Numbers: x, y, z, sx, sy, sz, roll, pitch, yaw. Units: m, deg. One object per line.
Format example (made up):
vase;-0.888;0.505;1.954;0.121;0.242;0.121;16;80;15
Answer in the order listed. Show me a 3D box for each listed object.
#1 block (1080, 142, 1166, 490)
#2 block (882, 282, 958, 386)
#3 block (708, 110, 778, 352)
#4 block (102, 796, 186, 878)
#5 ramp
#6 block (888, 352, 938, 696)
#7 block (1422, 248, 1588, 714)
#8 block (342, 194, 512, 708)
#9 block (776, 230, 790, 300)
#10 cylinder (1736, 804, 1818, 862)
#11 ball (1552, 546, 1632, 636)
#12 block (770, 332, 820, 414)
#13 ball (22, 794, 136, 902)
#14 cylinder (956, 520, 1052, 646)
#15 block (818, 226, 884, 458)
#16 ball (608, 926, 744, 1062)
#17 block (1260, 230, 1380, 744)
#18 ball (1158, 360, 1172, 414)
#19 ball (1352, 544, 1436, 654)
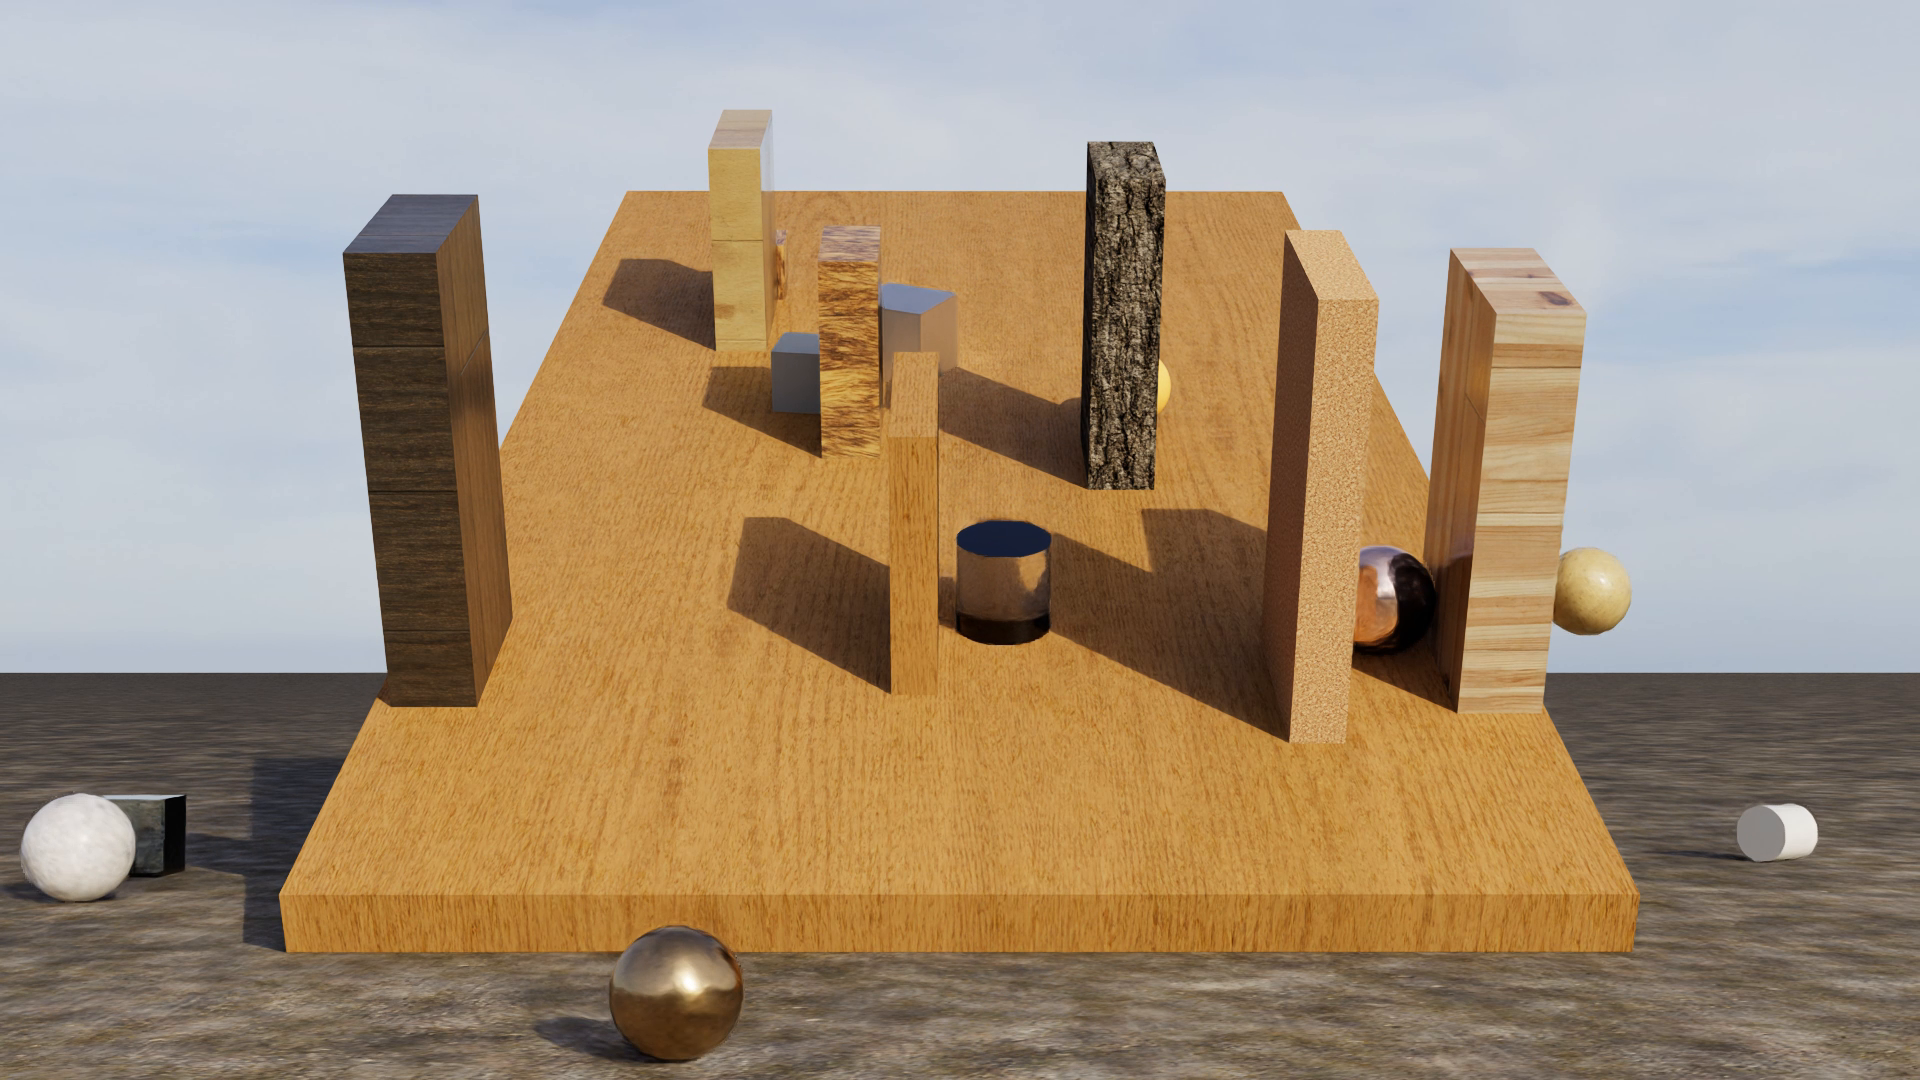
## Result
block;0.338;-0.473;4.870;0.139;0.663;0.320;0;23;0
block;-0.131;-0.485;5.497;0.186;0.186;0.186;12;26;25
block;-0.536;-0.776;5.767;0.123;0.503;0.414;0;23;0
block;-1.689;0.605;4.743;0.156;0.156;0.156;0;-3;-1
ramp;-0.008;-0.227;5.259;2.000;0.100;4.000;0;23;0
block;-0.079;-0.037;4.095;0.080;0.475;0.432;0;23;0
block;0.916;-0.104;3.961;0.143;0.710;0.368;0;23;0
block;-0.896;-0.153;3.949;0.146;0.800;0.354;0;23;0
block;-0.530;-0.724;6.095;0.148;0.148;0.148;0;23;0
cylinder;1.786;0.640;5.065;0.122;0.122;0.122;2;-4;-38
ball;1.131;0.093;4.183;0.160;0.160;0.160;0;-3;0
block;-0.346;-0.383;5.313;0.143;0.143;0.143;3;24;8
ball;-1.588;0.555;4.176;0.195;0.195;0.195;0;-3;0
cylinder;0.079;0.077;4.213;0.172;0.172;0.172;0;23;0
block;-0.236;-0.433;5.053;0.125;0.443;0.276;0;23;0
ball;-0.307;0.489;2.501;0.145;0.145;0.145;0;-3;0
block;0.591;-0.092;3.859;0.093;0.766;0.387;0;23;0
ball;0.388;-0.344;5.192;0.170;0.170;0.170;0;-3;0
ball;0.745;0.106;4.121;0.197;0.197;0.197;0;-3;0
